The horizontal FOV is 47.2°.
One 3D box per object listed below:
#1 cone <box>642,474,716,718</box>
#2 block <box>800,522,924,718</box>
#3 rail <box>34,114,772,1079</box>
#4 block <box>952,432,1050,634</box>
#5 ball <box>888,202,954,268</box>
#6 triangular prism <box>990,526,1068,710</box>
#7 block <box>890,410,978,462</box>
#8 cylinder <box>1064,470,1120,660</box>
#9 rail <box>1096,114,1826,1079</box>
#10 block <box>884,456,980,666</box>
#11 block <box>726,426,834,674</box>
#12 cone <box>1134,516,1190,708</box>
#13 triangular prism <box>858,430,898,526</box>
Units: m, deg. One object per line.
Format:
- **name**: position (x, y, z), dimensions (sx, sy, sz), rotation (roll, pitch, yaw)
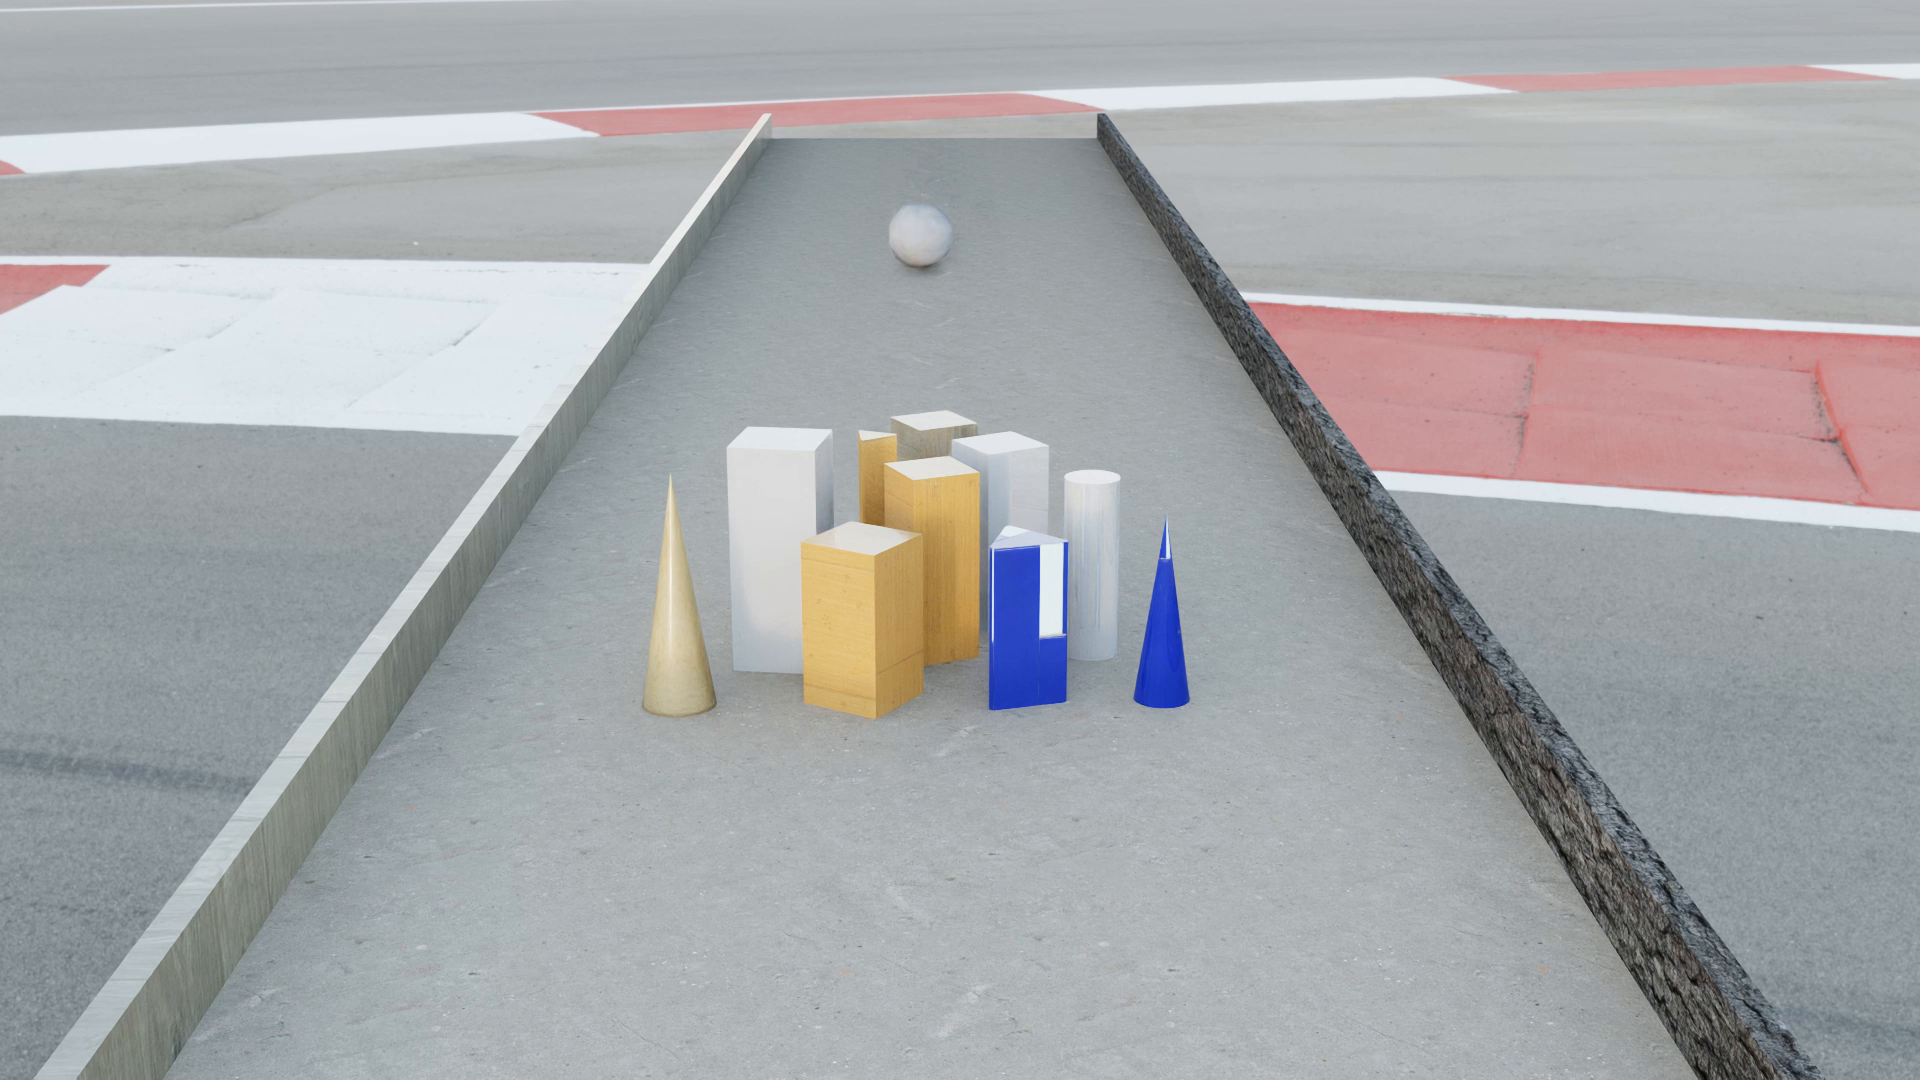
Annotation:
- **cone**: position (-0.533, 0.094, 4.113), dimensions (0.141, 0.456, 0.141), rotation (0, 17, 0)
- **block**: position (-0.184, 0.149, 4.166), dimensions (0.165, 0.319, 0.165), rotation (10, 19, 30)
- **rail**: position (-1.118, -0.838, 7.780), dimensions (0.050, 0.150, 12.000), rotation (0, 17, -1)
- **block**: position (0.083, -0.018, 4.615), dimensions (0.146, 0.383, 0.146), rotation (-10, 19, -29)
- **ball**: position (-0.159, -1.236, 8.918), dimensions (0.264, 0.264, 0.264), rotation (0, 17, 0)
- **triangular prism**: position (0.111, 0.144, 4.184), dimensions (0.151, 0.319, 0.131), rotation (-5, 17, -17)
- **block**: position (-0.057, -0.085, 4.866), dimensions (0.141, 0.369, 0.141), rotation (-9, 19, -27)
- **cylinder**: position (0.263, 0.051, 4.412), dimensions (0.111, 0.367, 0.111), rotation (0, 17, 0)
- **rail**: position (0.932, -0.844, 7.801), dimensions (0.050, 0.150, 12.000), rotation (0, 17, -1)
- **block**: position (-0.056, 0.041, 4.412), dimensions (0.143, 0.385, 0.143), rotation (-8, 18, -24)
- **block**: position (-0.351, 0.020, 4.362), dimensions (0.173, 0.455, 0.173), rotation (2, 17, 8)
- **cone**: position (0.386, 0.127, 4.156), dimensions (0.108, 0.367, 0.108), rotation (0, 17, 0)
- **triangular prism**: position (-0.189, -0.032, 4.642), dimensions (0.087, 0.395, 0.075), rotation (-12, 21, -36)
